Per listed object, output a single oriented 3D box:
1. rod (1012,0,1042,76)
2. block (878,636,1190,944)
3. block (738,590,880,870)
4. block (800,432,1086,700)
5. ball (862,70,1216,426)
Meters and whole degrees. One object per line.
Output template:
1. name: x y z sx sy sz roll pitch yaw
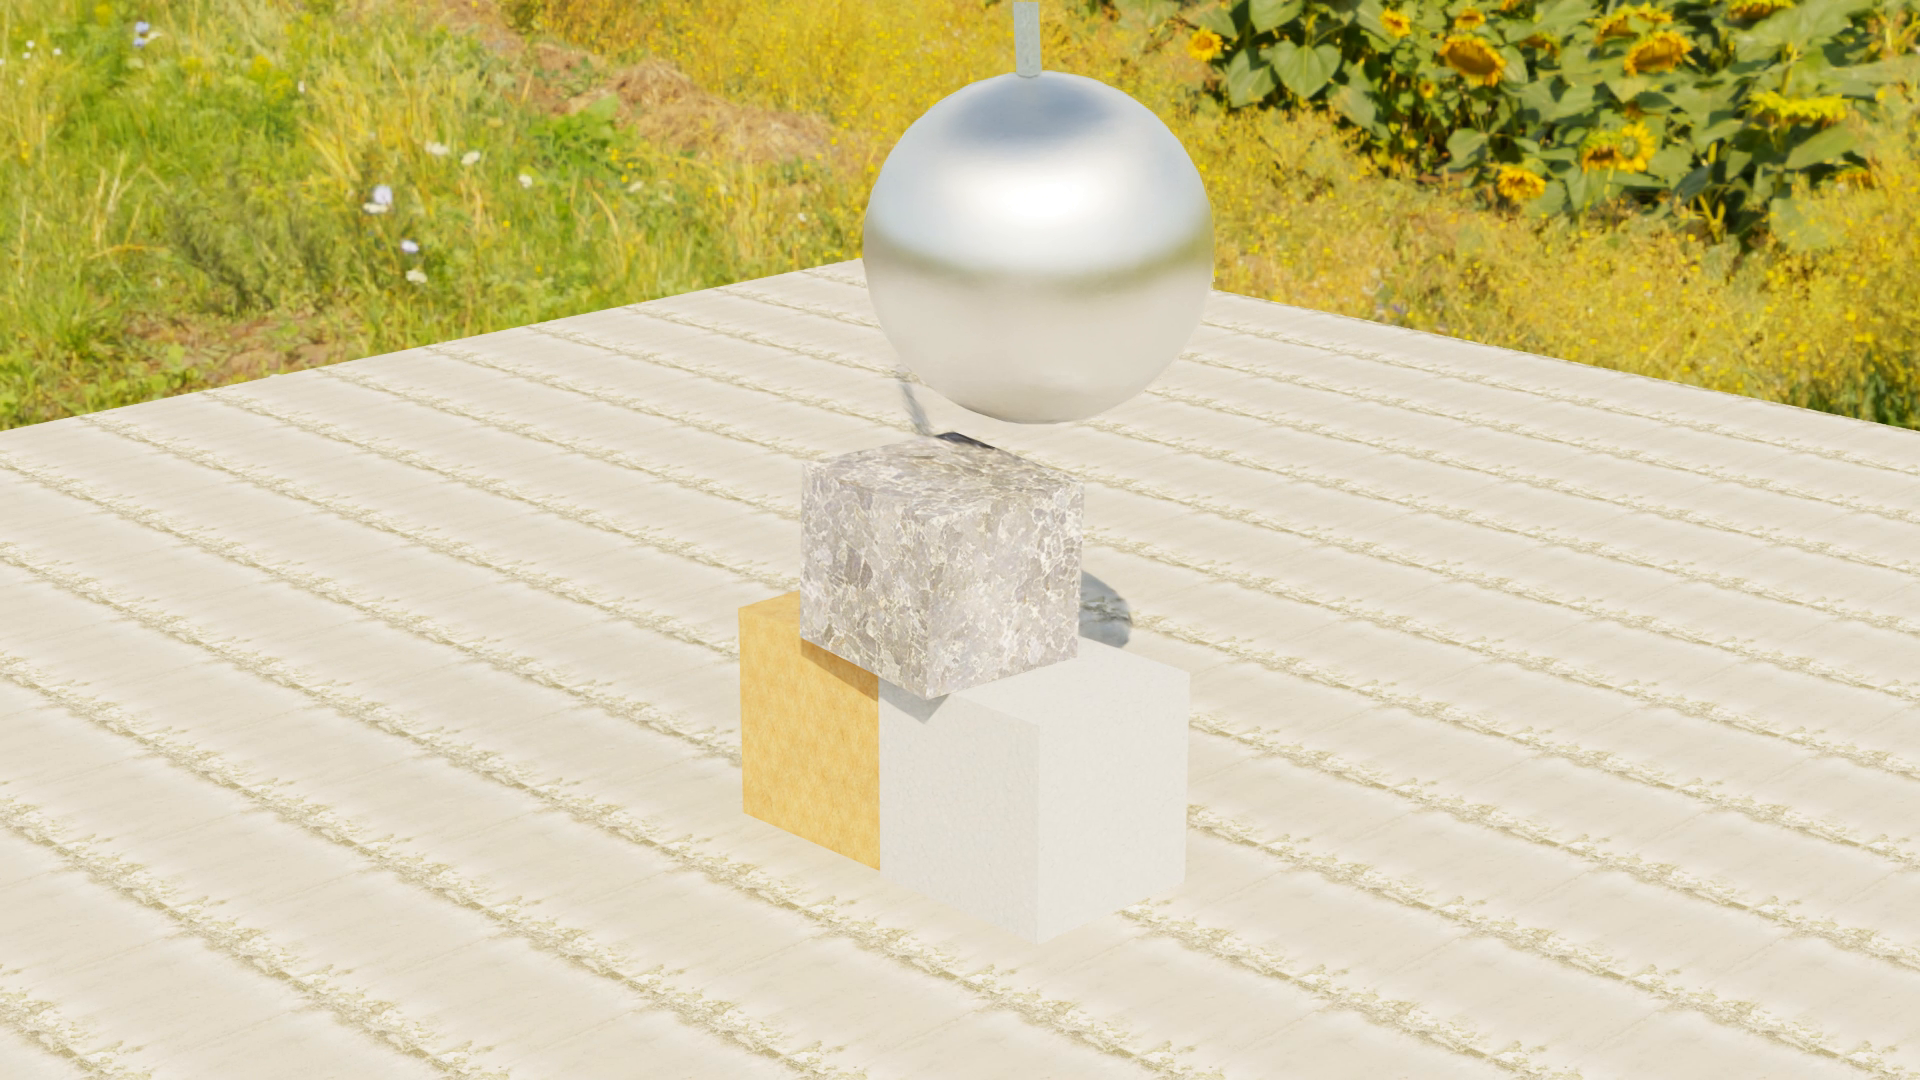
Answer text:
1. rod: 0.154 -4.494 12.091 0.080 5.200 0.080 17 29 42
2. block: 0.329 1.066 13.252 0.953 1.020 1.015 -16 24 -41
3. block: -0.372 0.829 13.965 0.913 1.044 0.996 -16 24 -42
4. block: -0.089 0.093 13.186 0.874 0.833 0.925 -14 24 -37
5. ball: 0.355 -1.322 13.298 1.600 1.600 1.600 0 17 0
